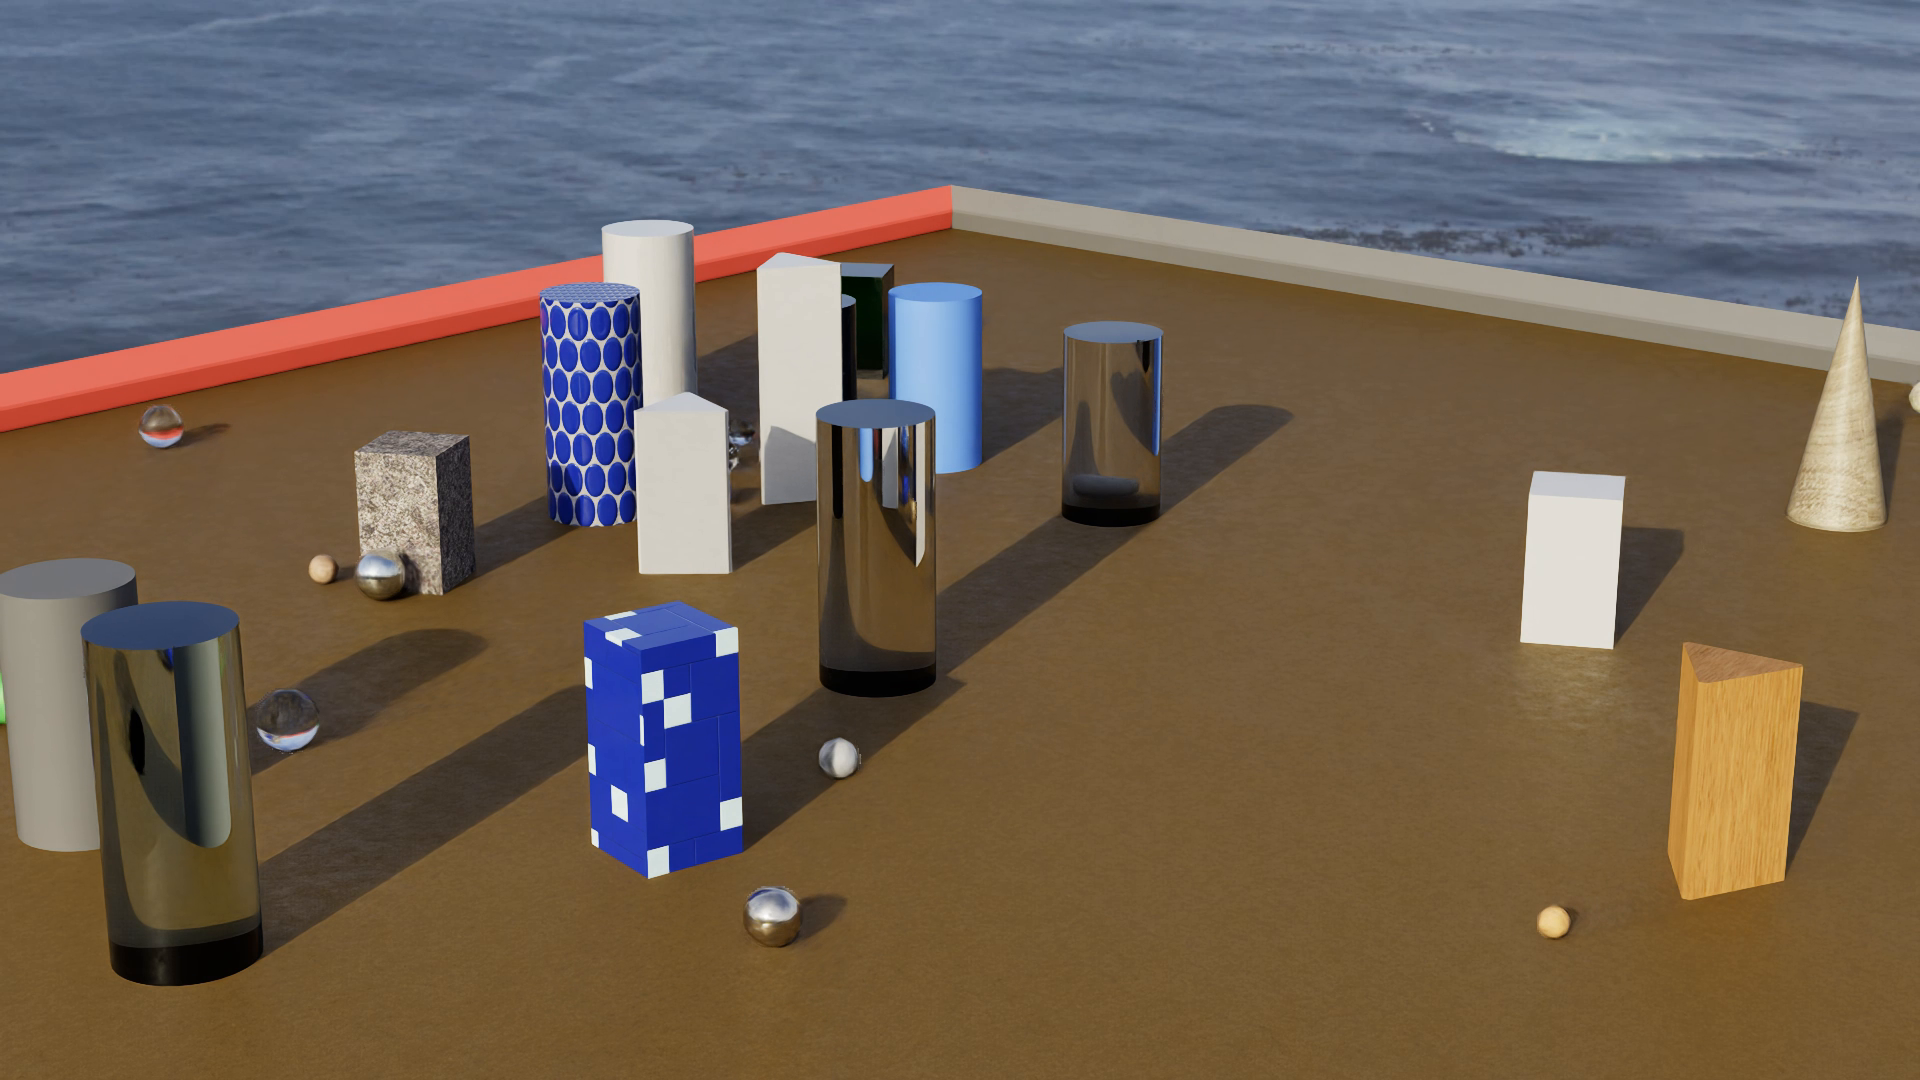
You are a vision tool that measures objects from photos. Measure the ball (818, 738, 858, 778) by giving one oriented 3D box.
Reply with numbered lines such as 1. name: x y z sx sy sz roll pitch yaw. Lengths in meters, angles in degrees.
1. ball: -0.178 0.319 4.282 0.058 0.058 0.058 0 17 0

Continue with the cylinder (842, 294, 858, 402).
1. cylinder: -0.303 -0.327 5.957 0.188 0.324 0.188 0 17 0

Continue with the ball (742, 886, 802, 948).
1. ball: -0.238 0.478 3.722 0.076 0.076 0.076 0 17 0

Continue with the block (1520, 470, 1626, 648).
1. block: 1.023 0.032 4.891 0.150 0.255 0.150 4 17 13

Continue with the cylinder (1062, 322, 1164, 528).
1. cylinder: 0.288 -0.221 5.554 0.188 0.354 0.188 0 17 0

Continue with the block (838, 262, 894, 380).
1. block: -0.237 -0.500 6.682 0.150 0.236 0.150 3 17 9

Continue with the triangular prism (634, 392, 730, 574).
1. triangular prism: -0.491 -0.104 5.266 0.163 0.298 0.141 0 17 0

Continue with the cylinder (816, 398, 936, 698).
1. cylinder: -0.132 0.012 4.642 0.188 0.437 0.188 0 17 0

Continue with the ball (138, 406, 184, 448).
1. ball: -1.650 -0.234 6.057 0.089 0.089 0.089 0 17 0

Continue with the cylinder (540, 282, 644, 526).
1. cylinder: -0.693 -0.258 5.548 0.188 0.429 0.188 0 17 0

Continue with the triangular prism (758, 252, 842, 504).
1. triangular prism: -0.325 -0.316 5.684 0.163 0.462 0.141 -5 18 -17

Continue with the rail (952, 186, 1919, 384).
1. rail: 1.656 -0.521 6.947 4.497 0.122 0.045 14 22 39

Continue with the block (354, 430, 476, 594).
1. block: -0.959 -0.050 5.169 0.150 0.250 0.150 4 17 13

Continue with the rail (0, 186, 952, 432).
1. rail: -1.680 -0.391 6.517 0.045 0.122 5.100 14 22 39

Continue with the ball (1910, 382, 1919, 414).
1. ball: 2.086 -0.307 6.317 0.078 0.078 0.078 0 17 0

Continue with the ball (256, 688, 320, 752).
1. ball: -1.006 0.269 4.385 0.093 0.093 0.093 0 17 0

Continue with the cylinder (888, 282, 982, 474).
1. cylinder: -0.050 -0.328 5.916 0.188 0.351 0.188 0 17 0

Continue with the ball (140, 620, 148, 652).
1. ball: -1.363 0.158 4.773 0.081 0.081 0.081 0 17 0

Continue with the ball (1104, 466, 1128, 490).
1. ball: 0.307 -0.120 5.754 0.047 0.047 0.047 0 17 0

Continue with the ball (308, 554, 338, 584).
1. ball: -1.124 0.051 5.179 0.052 0.052 0.052 0 17 0

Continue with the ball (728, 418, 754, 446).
1. ball: -0.455 -0.224 6.082 0.056 0.056 0.056 0 17 0

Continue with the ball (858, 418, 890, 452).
1. ball: -0.176 -0.216 6.028 0.072 0.072 0.072 0 17 0

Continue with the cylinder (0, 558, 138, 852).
1. cylinder: -1.224 0.226 4.060 0.188 0.363 0.188 0 17 0

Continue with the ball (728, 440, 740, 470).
1. ball: -0.474 -0.169 5.887 0.064 0.064 0.064 0 17 0

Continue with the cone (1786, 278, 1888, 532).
1. cone: 1.667 -0.267 5.510 0.188 0.469 0.188 0 17 0

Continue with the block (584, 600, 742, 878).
1. block: -0.403 0.269 3.988 0.150 0.324 0.150 -12 21 -35

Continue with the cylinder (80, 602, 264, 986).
1. cylinder: -0.976 0.313 3.642 0.188 0.438 0.188 0 17 0

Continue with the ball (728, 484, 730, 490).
1. ball: -0.472 -0.095 5.647 0.061 0.061 0.061 0 17 0

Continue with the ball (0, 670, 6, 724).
1. ball: -1.452 0.240 4.493 0.087 0.087 0.087 0 17 0

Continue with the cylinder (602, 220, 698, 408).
1. cylinder: -0.642 -0.429 6.092 0.188 0.442 0.188 0 17 0

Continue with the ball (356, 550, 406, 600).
1. ball: -1.004 0.061 5.084 0.088 0.088 0.088 0 17 0

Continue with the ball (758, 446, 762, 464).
1. ball: -0.369 -0.169 5.877 0.069 0.069 0.069 0 17 0

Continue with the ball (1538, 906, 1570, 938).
1. ball: 0.760 0.489 3.750 0.041 0.041 0.041 0 17 0

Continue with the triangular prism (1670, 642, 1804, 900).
1. triangular prism: 1.003 0.301 3.918 0.163 0.303 0.141 -7 18 -23
